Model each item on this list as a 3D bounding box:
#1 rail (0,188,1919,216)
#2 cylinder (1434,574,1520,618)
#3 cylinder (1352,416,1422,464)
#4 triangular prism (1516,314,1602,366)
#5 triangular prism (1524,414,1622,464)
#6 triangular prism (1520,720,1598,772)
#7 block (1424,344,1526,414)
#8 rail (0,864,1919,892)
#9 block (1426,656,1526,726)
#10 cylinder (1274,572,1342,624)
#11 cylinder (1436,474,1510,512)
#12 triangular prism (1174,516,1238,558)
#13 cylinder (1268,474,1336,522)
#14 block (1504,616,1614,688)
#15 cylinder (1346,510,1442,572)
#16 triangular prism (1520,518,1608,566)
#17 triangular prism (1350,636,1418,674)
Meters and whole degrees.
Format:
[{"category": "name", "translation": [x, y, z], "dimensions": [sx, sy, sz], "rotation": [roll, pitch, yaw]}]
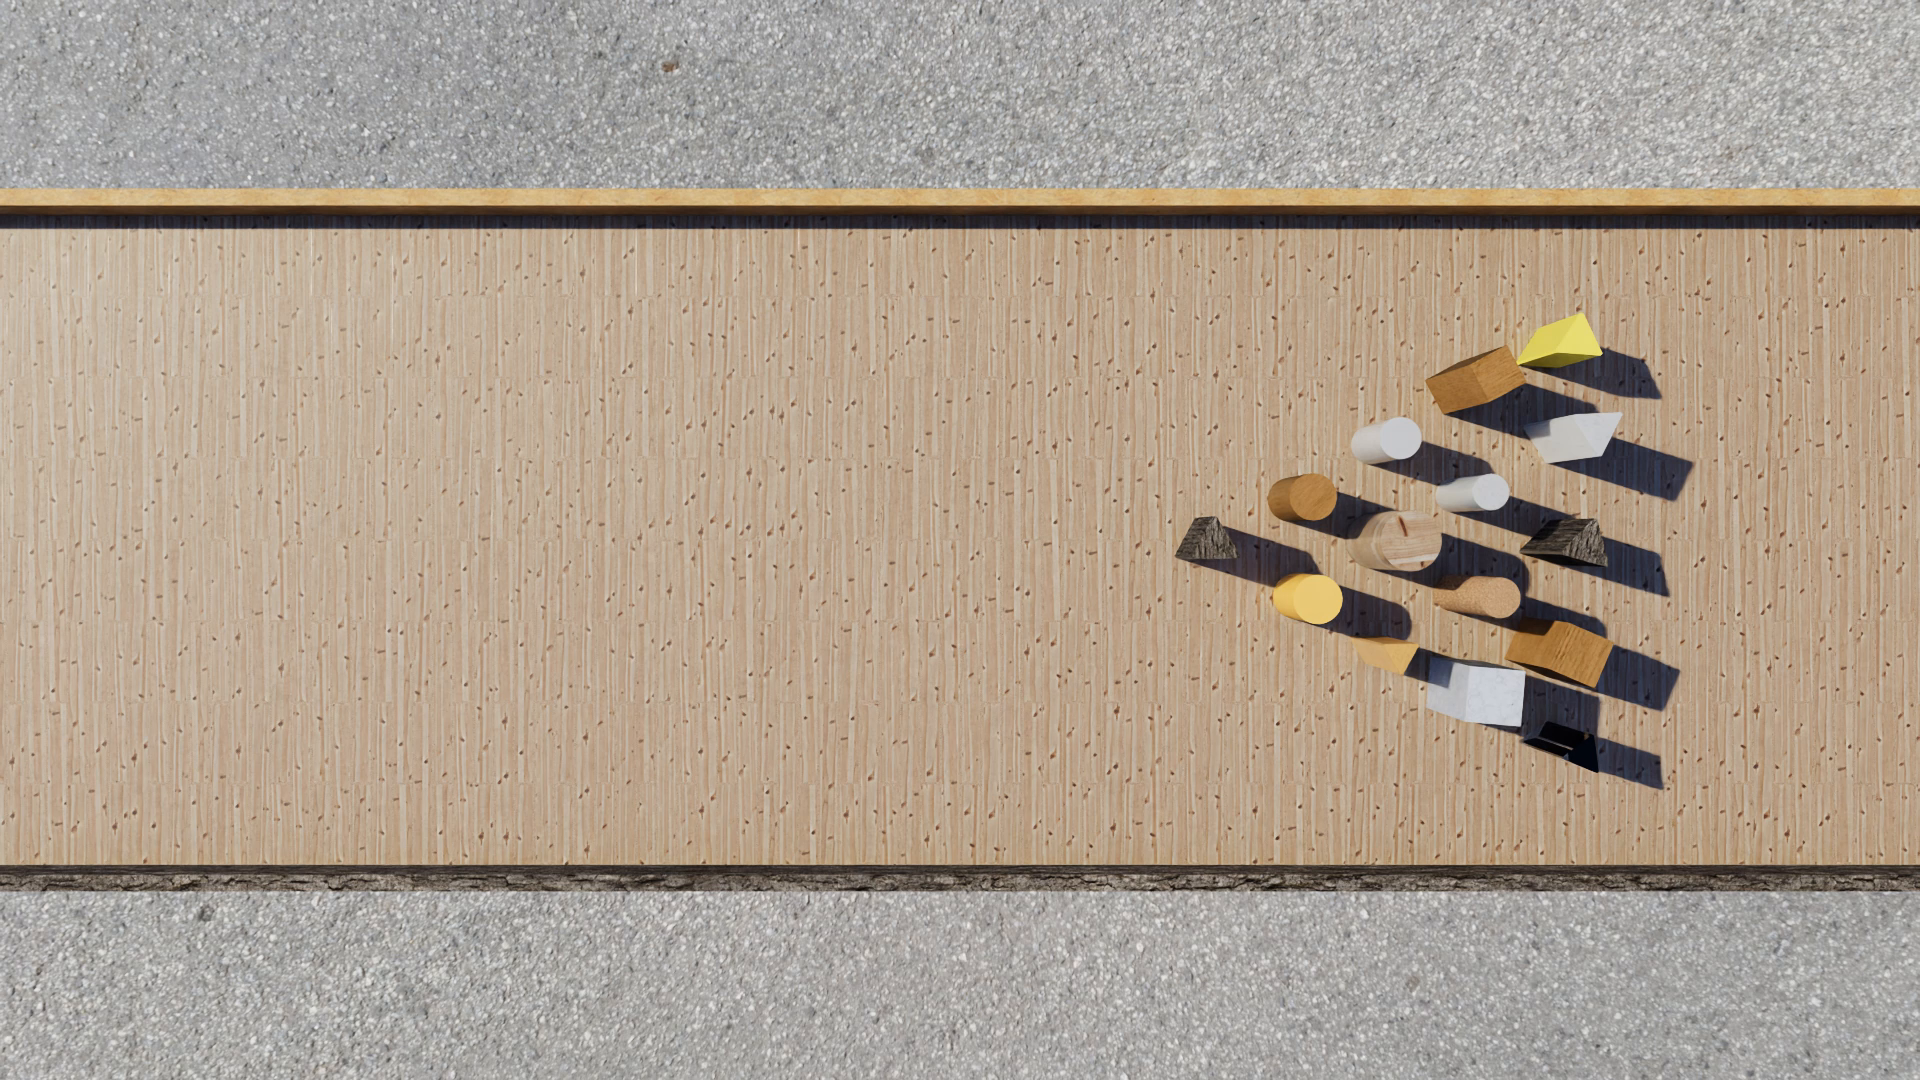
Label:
[{"category": "rail", "translation": [-2.247, -1.025, 5.002], "dimensions": [12.000, 0.150, 0.050], "rotation": [0, 90, 0]}, {"category": "cylinder", "translation": [1.515, 0.162, 4.851], "dimensions": [0.114, 0.450, 0.114], "rotation": [0, 90, 0]}, {"category": "cylinder", "translation": [1.264, -0.293, 4.904], "dimensions": [0.121, 0.344, 0.121], "rotation": [0, 90, 0]}, {"category": "triangular prism", "translation": [1.781, -0.595, 4.906], "dimensions": [0.133, 0.341, 0.115], "rotation": [4, 90, 0]}, {"category": "triangular prism", "translation": [1.821, -0.326, 4.868], "dimensions": [0.119, 0.418, 0.138], "rotation": [-33, 90, 0]}, {"category": "triangular prism", "translation": [1.789, 0.600, 4.892], "dimensions": [0.109, 0.369, 0.095], "rotation": [22, 90, 0]}, {"category": "block", "translation": [1.510, -0.467, 4.851], "dimensions": [0.119, 0.451, 0.119], "rotation": [-28, 90, 0]}, {"category": "rail", "translation": [-2.247, 1.025, 5.001], "dimensions": [12.000, 0.150, 0.050], "rotation": [0, 90, 0]}, {"category": "block", "translation": [1.520, 0.444, 4.879], "dimensions": [0.158, 0.394, 0.158], "rotation": [5, 90, 0]}, {"category": "cylinder", "translation": [1.035, 0.172, 4.923], "dimensions": [0.142, 0.307, 0.142], "rotation": [0, 90, 0]}, {"category": "cylinder", "translation": [1.516, -0.137, 4.891], "dimensions": [0.104, 0.371, 0.104], "rotation": [0, 90, 0]}, {"category": "triangular prism", "translation": [0.729, -0.009, 4.893], "dimensions": [0.138, 0.368, 0.120], "rotation": [-2, 90, 0]}, {"category": "cylinder", "translation": [1.015, -0.124, 4.907], "dimensions": [0.136, 0.338, 0.136], "rotation": [0, 90, 0]}, {"category": "block", "translation": [1.768, 0.328, 4.884], "dimensions": [0.142, 0.385, 0.142], "rotation": [23, 90, 0]}, {"category": "cylinder", "translation": [1.272, 0.002, 4.863], "dimensions": [0.173, 0.426, 0.173], "rotation": [0, 90, 0]}, {"category": "triangular prism", "translation": [1.805, -0.003, 4.900], "dimensions": [0.141, 0.352, 0.122], "rotation": [15, 90, 0]}, {"category": "triangular prism", "translation": [1.262, 0.317, 4.872], "dimensions": [0.085, 0.409, 0.098], "rotation": [-31, 90, 0]}]
